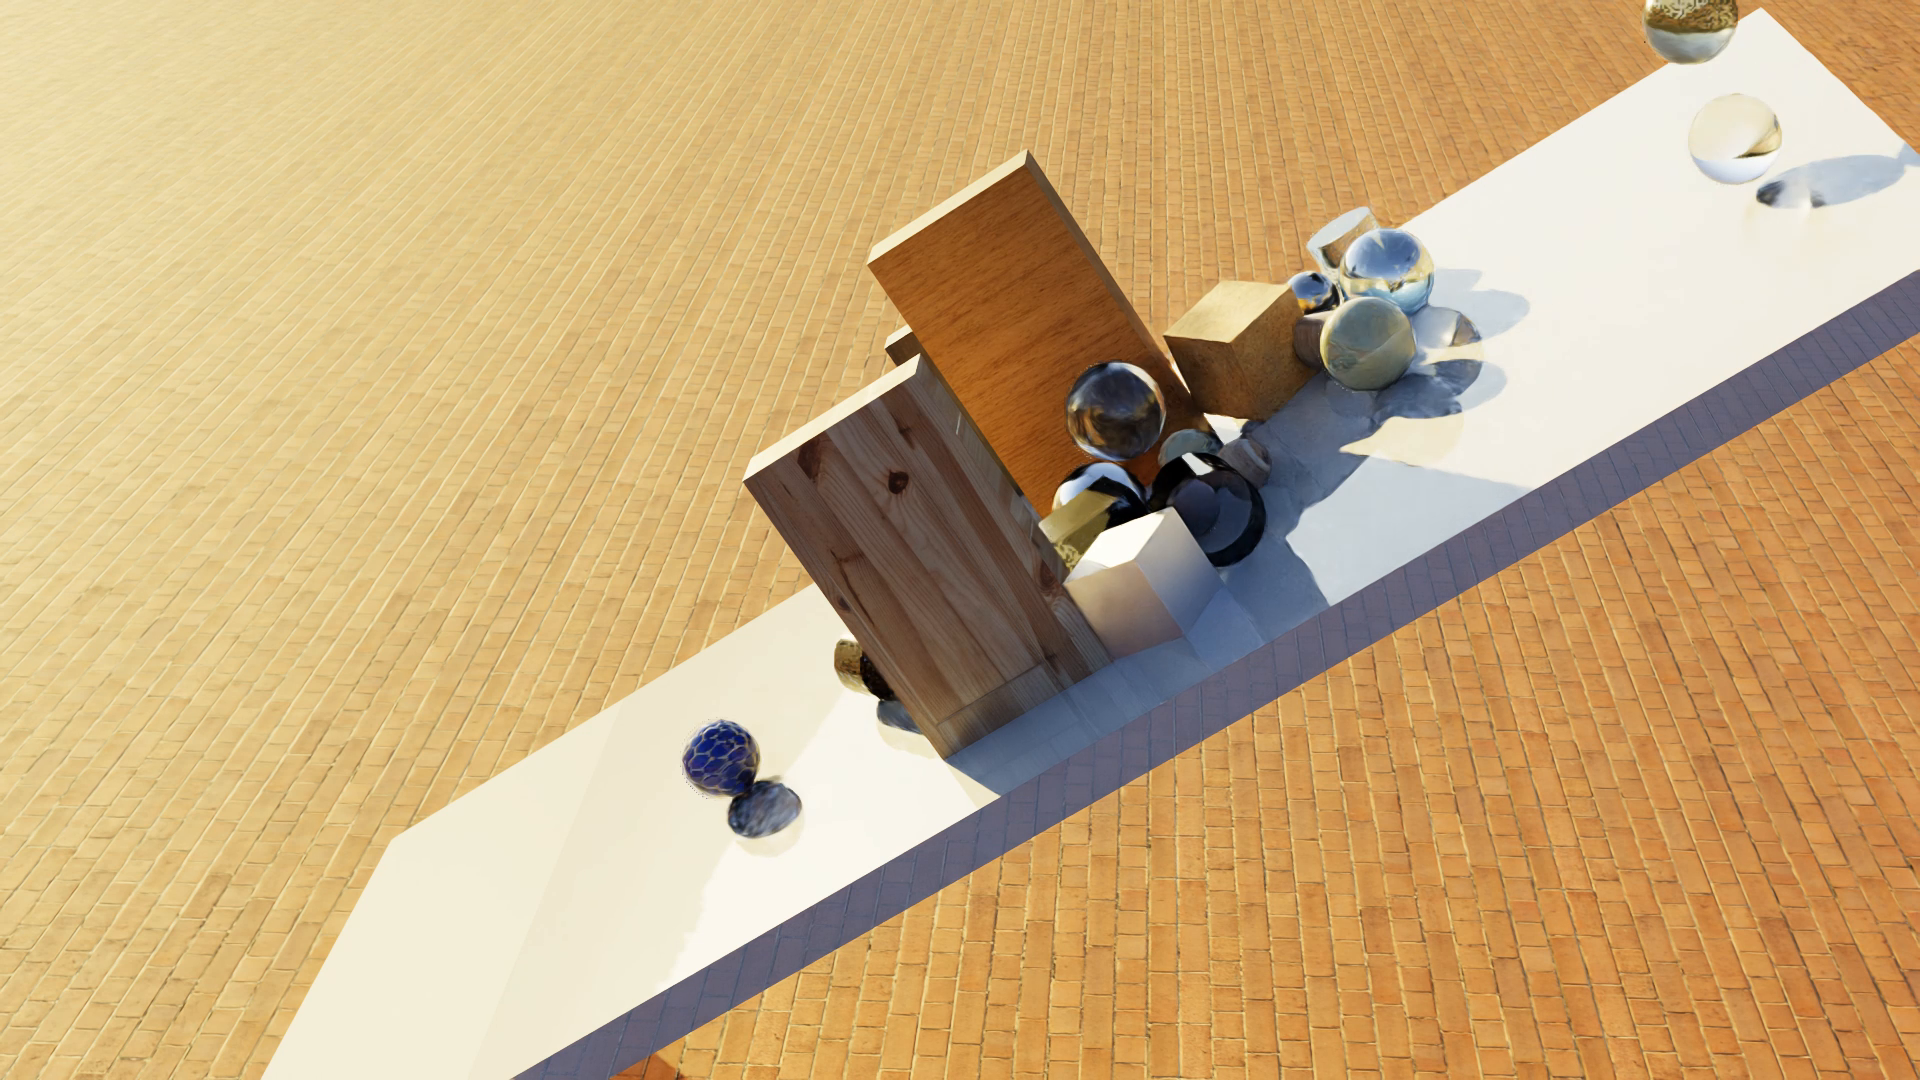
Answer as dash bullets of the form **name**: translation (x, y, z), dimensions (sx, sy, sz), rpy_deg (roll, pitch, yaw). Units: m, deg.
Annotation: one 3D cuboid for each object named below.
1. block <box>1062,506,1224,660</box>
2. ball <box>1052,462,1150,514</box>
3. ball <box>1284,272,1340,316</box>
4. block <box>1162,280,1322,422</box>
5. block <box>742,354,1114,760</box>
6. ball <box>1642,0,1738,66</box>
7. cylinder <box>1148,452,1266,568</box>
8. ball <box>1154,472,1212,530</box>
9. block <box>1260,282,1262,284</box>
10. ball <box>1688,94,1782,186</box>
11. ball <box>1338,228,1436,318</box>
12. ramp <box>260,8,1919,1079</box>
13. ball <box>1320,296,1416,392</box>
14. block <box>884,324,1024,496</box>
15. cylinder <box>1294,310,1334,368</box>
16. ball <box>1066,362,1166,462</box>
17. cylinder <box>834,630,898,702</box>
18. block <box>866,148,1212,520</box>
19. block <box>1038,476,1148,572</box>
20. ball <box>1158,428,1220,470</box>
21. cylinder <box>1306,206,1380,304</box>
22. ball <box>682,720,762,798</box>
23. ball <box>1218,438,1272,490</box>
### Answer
- **block**: translation (0.347, 0.082, 5.580), dimensions (0.182, 0.182, 0.182), rpy_deg (-21, 20, 41)
- **ball**: translation (0.292, -0.061, 6.094), dimensions (0.202, 0.202, 0.202), rpy_deg (0, 20, 0)
- **ball**: translation (0.786, -0.536, 6.618), dimensions (0.137, 0.137, 0.137), rpy_deg (0, 20, 0)
- **block**: translation (0.616, -0.411, 6.373), dimensions (0.210, 0.210, 0.210), rpy_deg (-42, 31, -26)
- **block**: translation (-0.054, 0.038, 5.615), dimensions (0.391, 0.679, 0.131), rpy_deg (-31, 16, 14)
- **ball**: translation (1.442, -1.030, 5.807), dimensions (0.185, 0.185, 0.185), rpy_deg (0, 20, 0)
- **cylinder**: translation (0.479, -0.060, 5.716), dimensions (0.190, 0.190, 0.190), rpy_deg (-3, 13, -8)
- **ball**: translation (0.452, -0.079, 5.969), dimensions (0.119, 0.119, 0.119), rpy_deg (0, 20, 0)
- **block**: translation (0.631, -0.458, 6.669), dimensions (0.159, 0.159, 0.159), rpy_deg (-15, 24, 51)
- **ball**: translation (1.501, -0.776, 5.696), dimensions (0.177, 0.177, 0.177), rpy_deg (0, 20, 0)
- **ball**: translation (0.914, -0.567, 6.305), dimensions (0.206, 0.206, 0.206), rpy_deg (0, 20, 0)
- **ramp**: translation (0.139, 0.171, 6.297), dimensions (4.000, 0.100, 2.000), rpy_deg (-31, 16, 14)
- **ball**: translation (0.831, -0.399, 5.996), dimensions (0.194, 0.194, 0.194), rpy_deg (0, 20, 0)
- **block**: translation (0.122, -0.371, 6.881), dimensions (0.393, 0.475, 0.093), rpy_deg (-31, 16, 14)
- **cylinder**: translation (0.797, -0.432, 6.292), dimensions (0.117, 0.117, 0.117), rpy_deg (-8, 10, 45)
- **ball**: translation (0.321, -0.265, 6.074), dimensions (0.207, 0.207, 0.207), rpy_deg (0, 20, 0)
- **cylinder**: translation (-0.166, 0.256, 6.193), dimensions (0.155, 0.155, 0.155), rpy_deg (-9, 6, -22)
- **block**: translation (0.178, -0.421, 6.394), dimensions (0.403, 0.743, 0.147), rpy_deg (-31, 16, 14)
- **block**: translation (0.288, 0.024, 5.850), dimensions (0.201, 0.201, 0.201), rpy_deg (-37, 15, -6)
- **ball**: translation (0.481, -0.168, 6.157), dimensions (0.131, 0.131, 0.131), rpy_deg (0, 20, 0)
- **cylinder**: translation (0.896, -0.638, 6.643), dimensions (0.164, 0.164, 0.164), rpy_deg (-32, 15, 10)
- **ball**: translation (-0.507, 0.466, 6.258), dimensions (0.167, 0.167, 0.167), rpy_deg (0, 20, 0)
- **ball**: translation (0.572, -0.149, 5.936), dimensions (0.114, 0.114, 0.114), rpy_deg (0, 20, 0)
